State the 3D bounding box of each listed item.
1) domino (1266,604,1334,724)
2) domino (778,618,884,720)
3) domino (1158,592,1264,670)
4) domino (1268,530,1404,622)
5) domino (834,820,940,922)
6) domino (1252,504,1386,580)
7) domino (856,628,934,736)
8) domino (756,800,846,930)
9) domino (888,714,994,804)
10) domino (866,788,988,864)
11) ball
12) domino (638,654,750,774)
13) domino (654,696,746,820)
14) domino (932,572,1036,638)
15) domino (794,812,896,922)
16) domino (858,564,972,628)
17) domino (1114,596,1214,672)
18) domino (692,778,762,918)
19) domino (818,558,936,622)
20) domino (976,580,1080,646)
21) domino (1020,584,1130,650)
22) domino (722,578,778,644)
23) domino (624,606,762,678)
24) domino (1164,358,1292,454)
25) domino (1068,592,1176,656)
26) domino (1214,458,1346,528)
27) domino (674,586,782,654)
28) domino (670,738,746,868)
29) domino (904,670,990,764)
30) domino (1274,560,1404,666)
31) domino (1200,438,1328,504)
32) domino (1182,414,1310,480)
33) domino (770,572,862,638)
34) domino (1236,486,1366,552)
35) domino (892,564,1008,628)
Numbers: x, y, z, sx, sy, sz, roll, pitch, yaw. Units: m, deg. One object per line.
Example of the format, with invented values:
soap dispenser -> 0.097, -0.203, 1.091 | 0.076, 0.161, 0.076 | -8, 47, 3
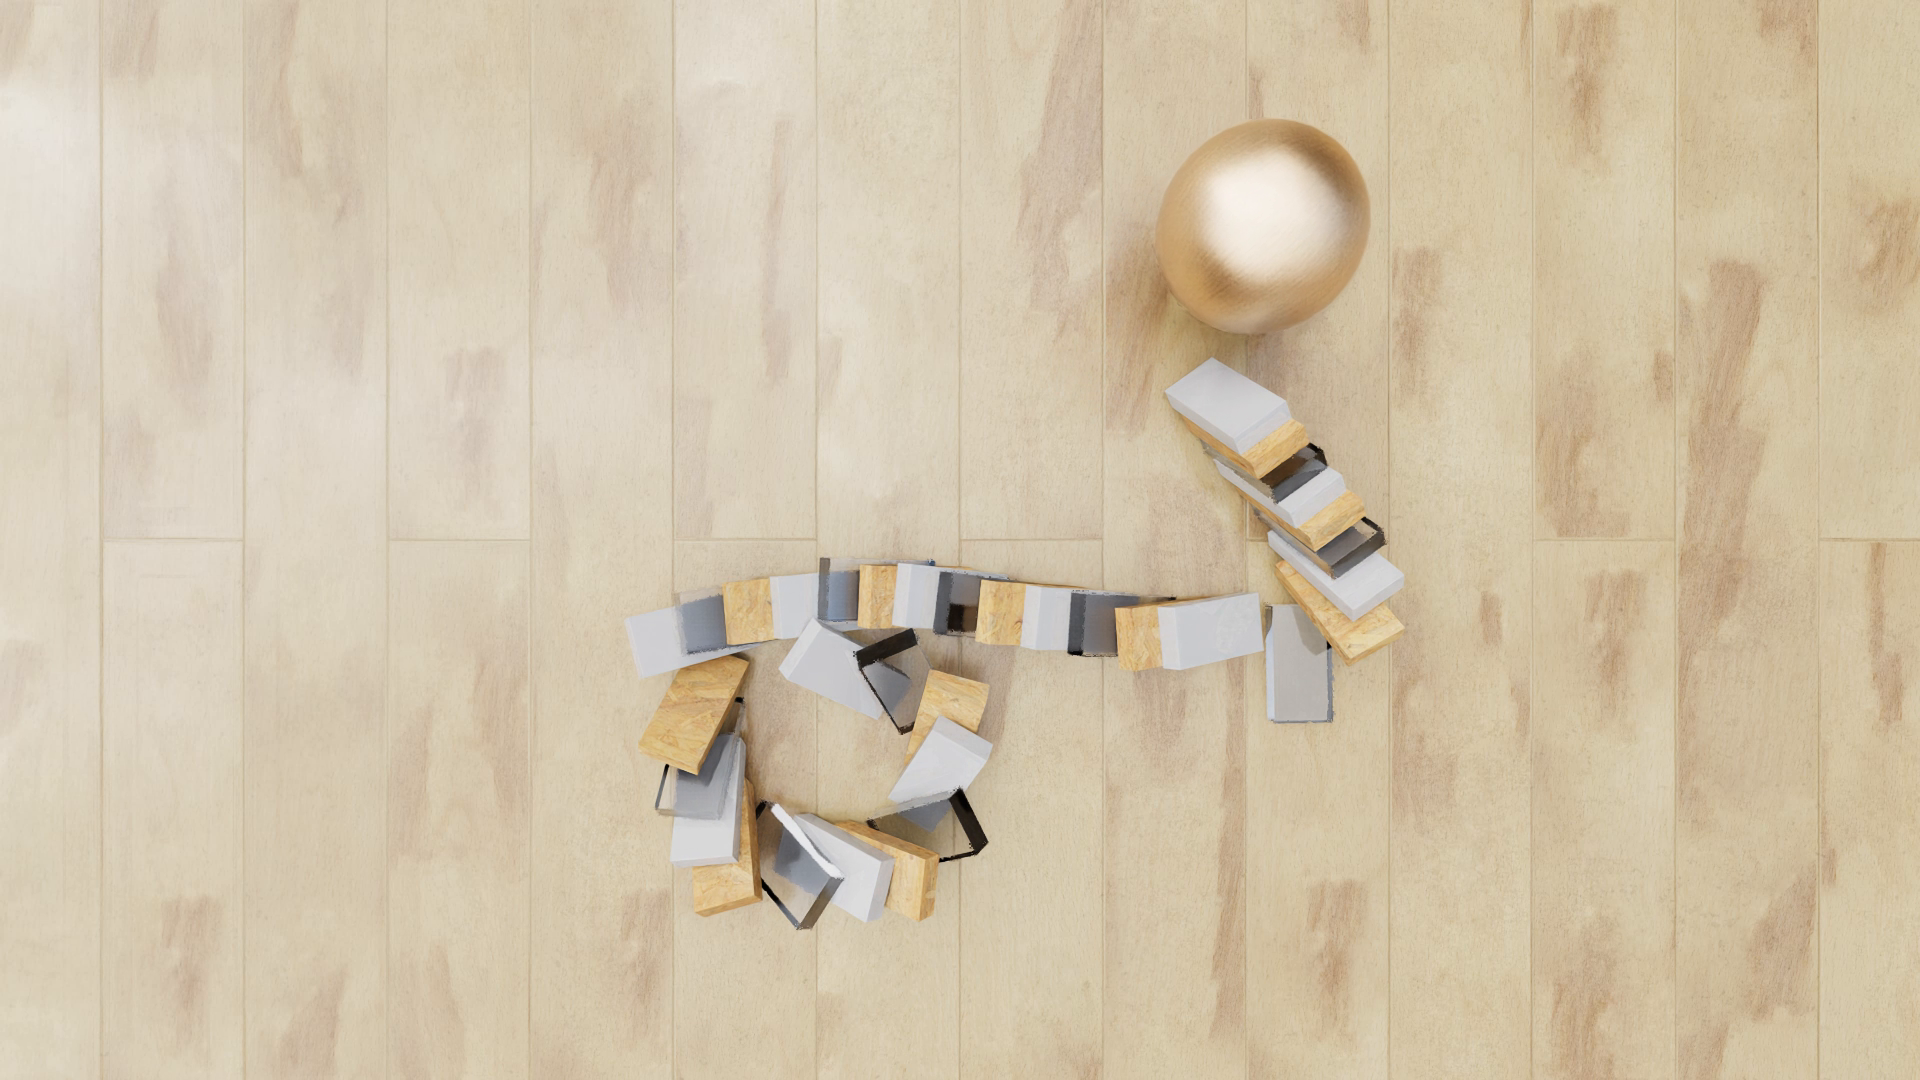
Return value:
domino -> 0.146, 0.053, 0.395 | 0.025, 0.010, 0.050 | -1, 90, 0
domino -> -0.047, 0.054, 0.381 | 0.050, 0.010, 0.025 | 34, 90, -37
domino -> 0.105, 0.037, 0.383 | 0.050, 0.009, 0.025 | -6, 91, -32
domino -> 0.155, 0.008, 0.379 | 0.025, 0.009, 0.050 | -34, 50, -4
domino -> -0.032, 0.137, 0.381 | 0.050, 0.009, 0.025 | 7, 92, 36
domino -> 0.147, -0.007, 0.378 | 0.025, 0.050, 0.010 | -36, 131, 0
domino -> -0.022, 0.059, 0.379 | 0.025, 0.010, 0.050 | -23, 134, 0
domino -> -0.072, 0.134, 0.381 | 0.050, 0.009, 0.025 | 33, 90, 37
domino -> -0.009, 0.097, 0.381 | 0.025, 0.009, 0.050 | 30, 126, 0
domino -> -0.014, 0.121, 0.381 | 0.050, 0.010, 0.025 | -27, 90, 37
ball -> 0.117, -0.121, 0.360 | 0.080, 0.080, 0.080 | 0, 90, 0
domino -> -0.110, 0.069, 0.381 | 0.025, 0.010, 0.050 | 20, 52, 0
domino -> -0.108, 0.090, 0.382 | 0.025, 0.009, 0.050 | 5, 55, 0
domino -> 0.013, 0.028, 0.381 | 0.050, 0.009, 0.025 | 9, 87, -37
domino -> -0.051, 0.135, 0.382 | 0.050, 0.010, 0.025 | 14, 90, 35
domino -> -0.018, 0.023, 0.381 | 0.050, 0.009, 0.025 | 2, 90, -37
domino -> 0.088, 0.038, 0.383 | 0.050, 0.010, 0.025 | -4, 90, -32
domino -> -0.098, 0.127, 0.381 | 0.025, 0.009, 0.050 | -17, 54, 2
domino -> -0.034, 0.020, 0.382 | 0.050, 0.009, 0.025 | 2, 90, -35
domino -> 0.030, 0.031, 0.381 | 0.050, 0.010, 0.025 | 6, 90, -37
domino -> 0.049, 0.033, 0.382 | 0.050, 0.010, 0.025 | 6, 90, -34
domino -> -0.072, 0.028, 0.383 | 0.050, 0.009, 0.025 | -5, 89, -31
domino -> -0.111, 0.039, 0.382 | 0.050, 0.009, 0.025 | -14, 87, -32
domino -> 0.109, -0.056, 0.377 | 0.025, 0.050, 0.010 | -36, 128, 0
domino -> 0.068, 0.035, 0.383 | 0.050, 0.010, 0.025 | 4, 90, -32
domino -> 0.131, -0.027, 0.377 | 0.025, 0.050, 0.010 | -36, 128, -1
domino -> -0.092, 0.031, 0.383 | 0.050, 0.010, 0.025 | -7, 88, -31
domino -> -0.104, 0.109, 0.382 | 0.025, 0.010, 0.050 | -5, 55, 1
domino -> -0.006, 0.077, 0.381 | 0.025, 0.009, 0.050 | 15, 127, 0
domino -> 0.157, 0.025, 0.383 | 0.025, 0.009, 0.050 | -29, 58, 0
domino -> 0.124, -0.037, 0.377 | 0.025, 0.050, 0.009 | -36, 128, 0
domino -> 0.116, -0.046, 0.377 | 0.025, 0.050, 0.009 | -36, 128, 0
domino -> -0.053, 0.026, 0.383 | 0.050, 0.010, 0.025 | -4, 90, -31
domino -> 0.139, -0.018, 0.377 | 0.025, 0.050, 0.009 | -36, 128, 0
domino -> -0.003, 0.024, 0.380 | 0.050, 0.009, 0.025 | 8, 87, -37
